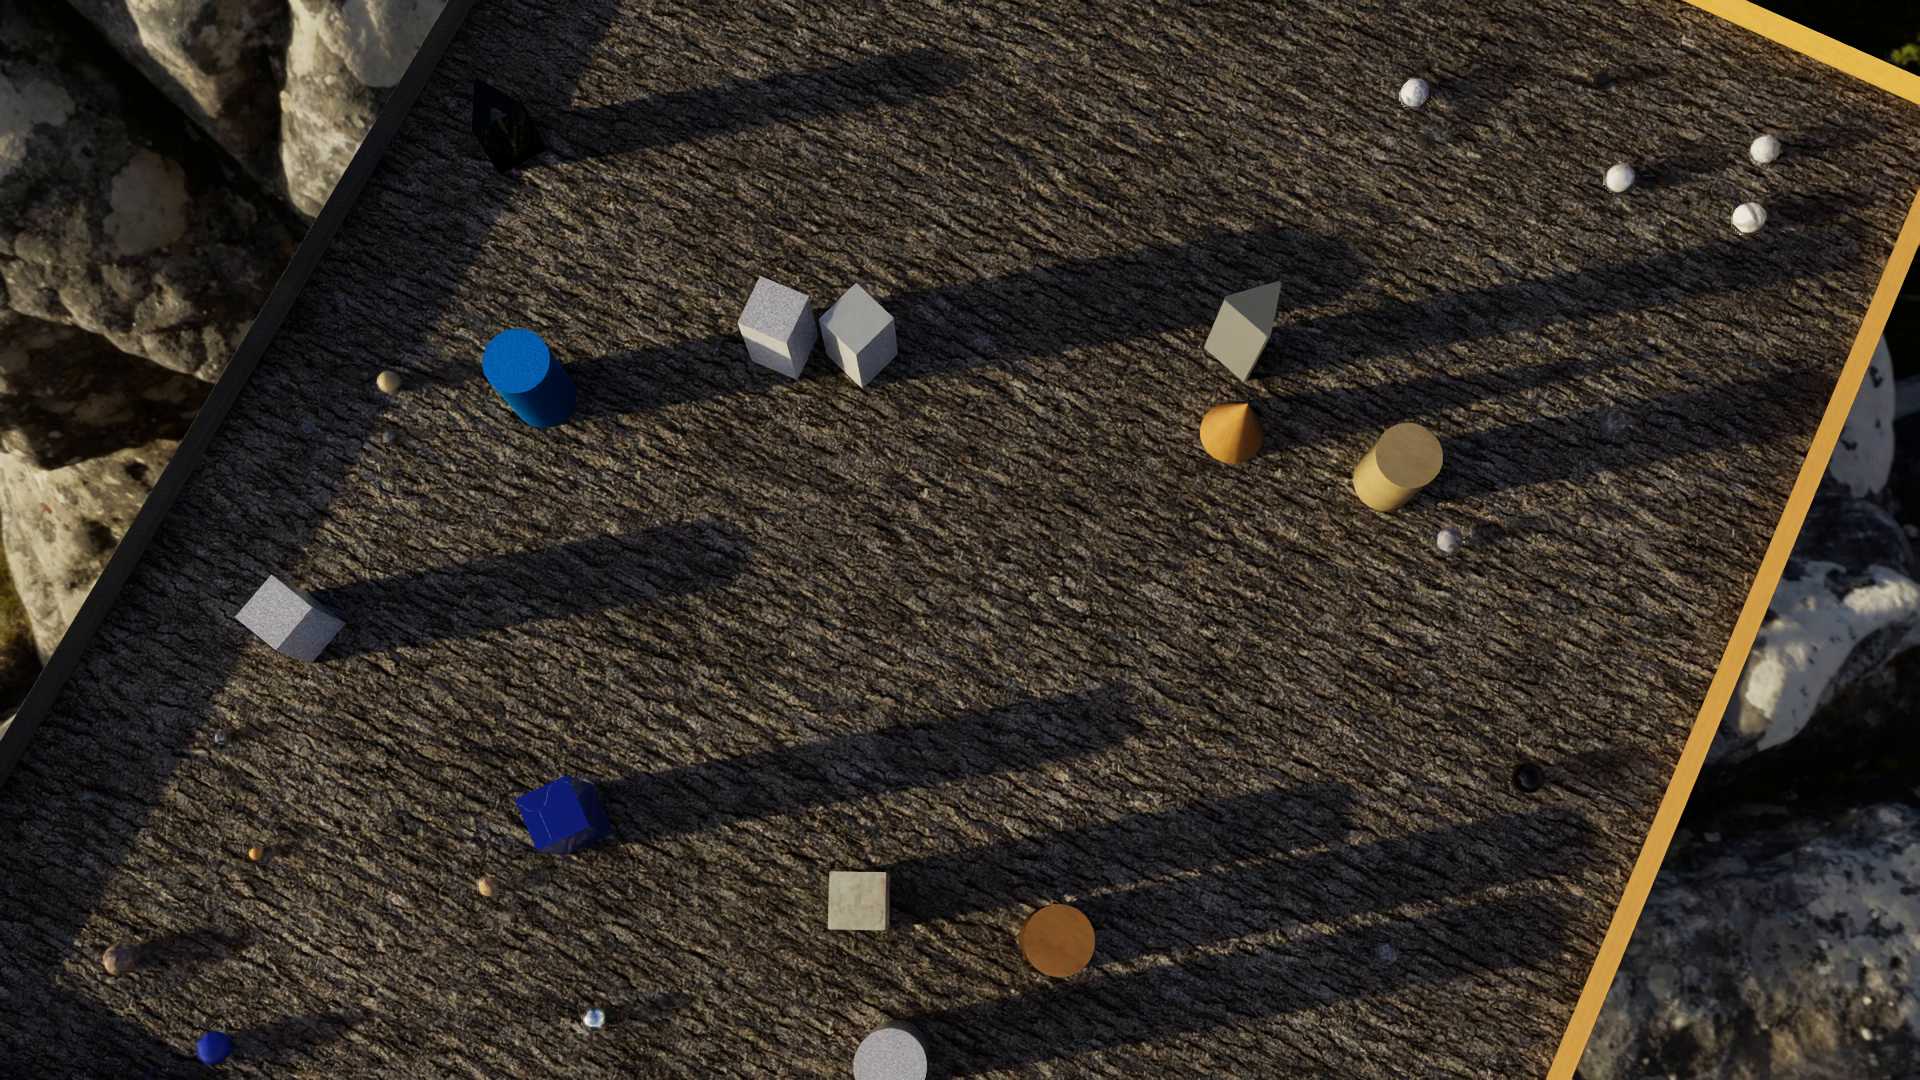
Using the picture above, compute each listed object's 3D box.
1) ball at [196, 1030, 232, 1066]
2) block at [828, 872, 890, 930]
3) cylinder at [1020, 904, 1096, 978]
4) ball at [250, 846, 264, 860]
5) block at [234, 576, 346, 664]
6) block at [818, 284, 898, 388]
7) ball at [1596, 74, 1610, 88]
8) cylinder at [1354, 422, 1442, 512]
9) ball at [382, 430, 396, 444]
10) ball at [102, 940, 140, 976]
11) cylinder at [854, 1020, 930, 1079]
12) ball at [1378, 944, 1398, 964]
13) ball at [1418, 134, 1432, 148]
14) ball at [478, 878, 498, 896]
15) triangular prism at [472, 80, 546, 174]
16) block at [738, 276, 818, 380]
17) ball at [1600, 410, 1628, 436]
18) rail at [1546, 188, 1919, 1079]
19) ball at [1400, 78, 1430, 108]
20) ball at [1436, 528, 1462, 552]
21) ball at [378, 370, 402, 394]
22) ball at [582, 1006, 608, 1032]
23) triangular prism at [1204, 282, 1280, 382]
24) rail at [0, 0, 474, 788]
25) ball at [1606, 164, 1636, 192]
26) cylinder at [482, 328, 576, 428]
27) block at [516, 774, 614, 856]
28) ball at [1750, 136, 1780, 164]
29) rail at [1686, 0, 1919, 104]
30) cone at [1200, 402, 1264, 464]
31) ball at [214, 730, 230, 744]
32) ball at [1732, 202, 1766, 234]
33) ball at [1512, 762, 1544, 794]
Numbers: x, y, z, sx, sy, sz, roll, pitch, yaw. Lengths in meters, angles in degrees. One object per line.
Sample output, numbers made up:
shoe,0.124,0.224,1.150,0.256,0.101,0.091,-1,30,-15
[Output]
ball,-2.144,1.460,5.266,0.096,0.096,0.096,0,78,0
block,-0.285,1.033,5.240,0.157,0.319,0.157,1,78,0
cylinder,0.273,1.135,5.202,0.197,0.352,0.197,0,78,0
ball,-2.074,0.924,5.405,0.041,0.041,0.041,0,78,0
block,-1.976,0.237,5.418,0.157,0.292,0.157,37,81,7
block,-0.306,-0.616,5.565,0.157,0.350,0.157,44,82,8
ball,2.070,-1.478,5.898,0.047,0.047,0.047,0,78,0
cylinder,1.311,-0.215,5.502,0.197,0.312,0.197,0,78,0
ball,-1.764,-0.317,5.661,0.042,0.042,0.042,0,78,0
ball,-2.432,1.213,5.315,0.098,0.098,0.098,0,78,0
cylinder,-0.186,1.446,5.095,0.197,0.436,0.197,0,78,0
ball,1.245,1.206,5.337,0.058,0.058,0.058,0,78,0
ball,1.487,-1.276,5.859,0.043,0.043,0.043,0,78,0
ball,-1.384,1.017,5.378,0.055,0.055,0.055,0,78,0
triangular prism,-1.437,-1.308,5.723,0.170,0.322,0.148,-30,80,-6
block,-0.548,-0.638,5.558,0.157,0.374,0.157,23,79,5
ball,2.017,-0.362,5.650,0.082,0.082,0.082,0,78,0
rail,1.985,0.979,5.348,0.045,0.128,5.375,26,80,5
ball,1.457,-1.432,5.867,0.090,0.090,0.090,0,78,0
ball,1.488,0.001,5.578,0.076,0.076,0.076,0,78,0
ball,-1.770,-0.491,5.682,0.071,0.071,0.071,0,78,0
ball,-1.055,1.383,5.294,0.072,0.072,0.072,0,78,0
triangular prism,0.878,-0.649,5.519,0.170,0.455,0.148,43,81,8
rail,-1.985,-0.965,5.750,0.045,0.128,5.375,26,80,5
ball,2.093,-1.147,5.808,0.090,0.090,0.090,0,78,0
cylinder,-1.292,-0.483,5.521,0.197,0.383,0.197,0,78,0
block,-1.132,0.794,5.264,0.157,0.368,0.157,-25,79,-5
ball,2.563,-1.243,5.829,0.088,0.088,0.088,0,78,0
rail,1.191,-2.326,6.032,4.485,0.128,0.045,26,80,5
cone,0.843,-0.366,5.524,0.197,0.330,0.197,0,78,0
ball,-2.206,0.589,5.473,0.042,0.042,0.042,0,78,0
ball,2.489,-1.016,5.777,0.098,0.098,0.098,0,78,0
ball,1.684,0.704,5.425,0.090,0.090,0.090,0,78,0
